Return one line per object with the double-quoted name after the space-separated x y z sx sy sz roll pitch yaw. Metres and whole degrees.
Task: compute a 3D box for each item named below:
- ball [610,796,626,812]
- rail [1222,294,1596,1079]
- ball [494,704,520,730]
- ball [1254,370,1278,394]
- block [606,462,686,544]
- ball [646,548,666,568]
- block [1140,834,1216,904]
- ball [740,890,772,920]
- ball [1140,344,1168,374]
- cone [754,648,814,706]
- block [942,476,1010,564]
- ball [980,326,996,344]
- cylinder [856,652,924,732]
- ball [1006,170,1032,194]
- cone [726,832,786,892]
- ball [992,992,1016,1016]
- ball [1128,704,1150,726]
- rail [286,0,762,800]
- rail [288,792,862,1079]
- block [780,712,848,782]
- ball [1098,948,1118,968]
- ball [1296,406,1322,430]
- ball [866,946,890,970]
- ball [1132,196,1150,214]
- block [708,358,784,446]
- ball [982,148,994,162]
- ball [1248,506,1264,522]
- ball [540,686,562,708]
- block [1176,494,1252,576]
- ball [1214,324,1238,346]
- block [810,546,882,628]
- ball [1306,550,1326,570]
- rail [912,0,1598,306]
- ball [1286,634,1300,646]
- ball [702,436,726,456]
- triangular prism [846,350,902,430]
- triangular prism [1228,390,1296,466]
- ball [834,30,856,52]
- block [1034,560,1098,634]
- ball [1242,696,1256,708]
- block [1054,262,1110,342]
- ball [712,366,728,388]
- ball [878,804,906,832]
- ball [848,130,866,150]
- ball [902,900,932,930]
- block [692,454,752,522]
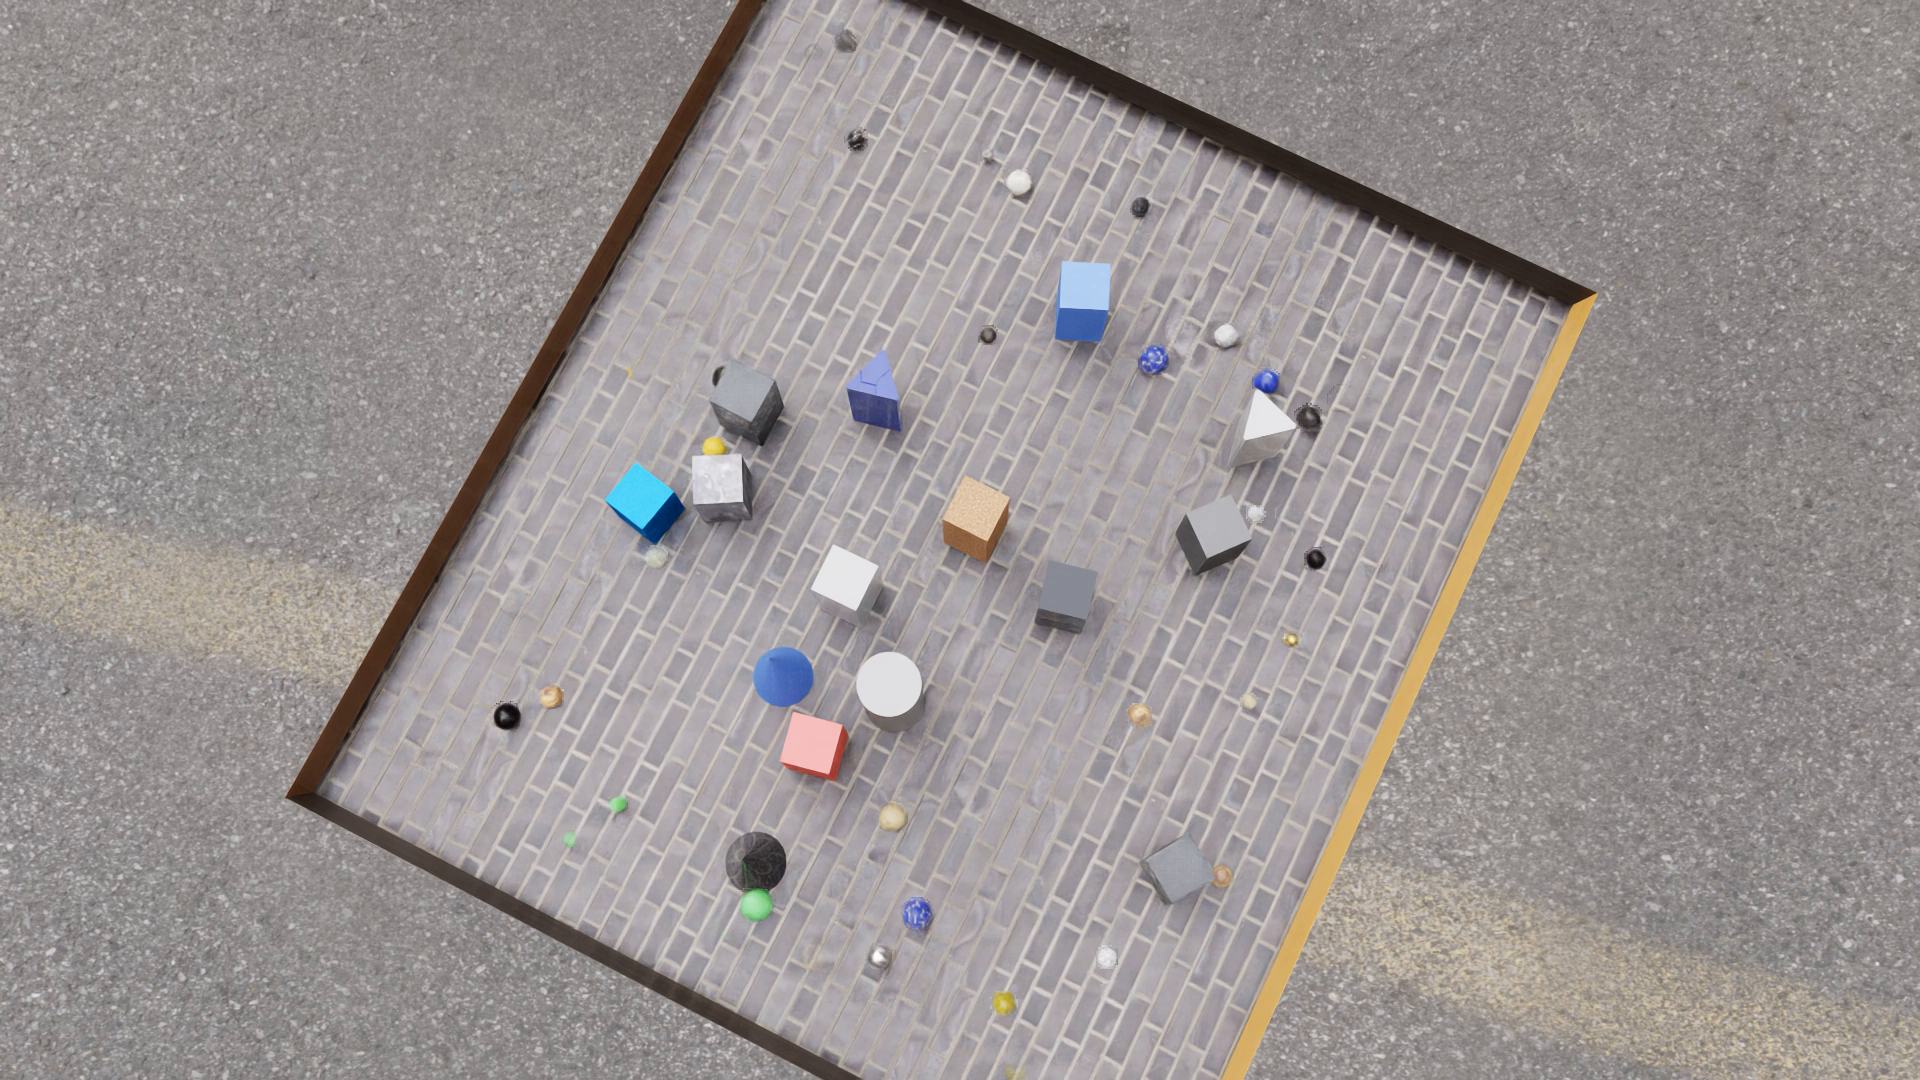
-1.013 0.783 5.431 0.047 0.047 0.047 0 78 0 "ball"
1.245 0.616 5.428 0.045 0.118 3.145 26 80 5 "rail"
-1.351 0.528 5.466 0.080 0.080 0.080 0 78 0 "ball"
0.950 -0.490 5.678 0.077 0.077 0.077 0 78 0 "ball"
-0.946 -0.108 5.519 0.145 0.233 0.145 37 81 7 "block"
-0.925 0.055 5.571 0.063 0.063 0.063 0 78 0 "ball"
0.627 0.954 5.305 0.145 0.224 0.145 -30 80 -6 "block"
-0.595 1.065 5.344 0.091 0.091 0.091 0 78 0 "ball"
0.603 -0.560 5.686 0.090 0.090 0.090 0 78 0 "ball"
-0.533 0.372 5.332 0.182 0.406 0.182 0 78 0 "cone"
0.047 -0.058 5.456 0.145 0.337 0.145 26 80 5 "block"
0.088 -0.639 5.721 0.053 0.053 0.053 0 78 0 "ball"
-0.198 0.444 5.306 0.182 0.429 0.182 0 78 0 "cylinder"
0.187 -1.134 5.811 0.079 0.079 0.079 0 78 0 "ball"
-0.604 0.920 5.254 0.182 0.337 0.182 0 78 0 "cone"
0.128 1.344 5.304 0.067 0.067 0.067 0 78 0 "ball"
0.537 0.524 5.474 0.065 0.065 0.065 0 78 0 "ball"
-1.245 -0.603 5.680 0.045 0.118 3.145 26 80 5 "rail"
-0.693 1.363 5.273 2.831 0.118 0.045 26 80 5 "rail"
-0.424 0.606 5.350 0.145 0.276 0.145 14 79 3 "block"
0.430 1.217 5.336 0.057 0.057 0.057 0 78 0 "ball"
1.076 -0.375 5.655 0.075 0.075 0.075 0 78 0 "ball"
-0.236 1.215 5.330 0.070 0.070 0.070 0 78 0 "ball"
0.573 -1.059 5.806 0.056 0.056 0.056 0 78 0 "ball"
-0.644 -0.414 5.556 0.145 0.286 0.145 27 80 5 "block"
0.088 -1.228 5.849 0.041 0.041 0.041 0 78 0 "ball"
0.905 -0.079 5.609 0.047 0.047 0.047 0 78 0 "ball"
-1.224 0.470 5.485 0.067 0.067 0.067 0 78 0 "ball"
0.755 -0.012 5.474 0.145 0.283 0.145 -23 79 -5 "block"
0.830 -0.637 5.712 0.071 0.071 0.071 0 78 0 "ball"
-0.331 0.140 5.421 0.145 0.325 0.145 25 79 5 "block"
1.083 0.060 5.573 0.060 0.060 0.060 0 78 0 "ball"
0.693 -1.350 5.834 2.831 0.118 0.045 26 80 5 "rail"
1.003 0.302 5.532 0.042 0.042 0.042 0 78 0 "ball"
-0.757 -0.282 5.638 0.072 0.072 0.072 0 78 0 "ball"
-0.240 -0.457 5.531 0.157 0.353 0.136 14 79 3 "triangular prism"
0.887 -0.343 5.516 0.157 0.334 0.136 -14 79 -3 "triangular prism"
-0.369 -1.611 5.913 0.071 0.071 0.071 0 78 0 "ball"
0.312 0.172 5.439 0.145 0.278 0.145 14 79 3 "block"
0.868 0.486 5.495 0.041 0.041 0.041 0 78 0 "ball"
0.373 -0.727 5.610 0.145 0.307 0.145 3 78 1 "block"
-0.725 -0.497 5.675 0.087 0.087 0.087 0 78 0 "ball"
-0.200 0.821 5.405 0.082 0.082 0.082 0 78 0 "ball"
-0.329 -1.277 5.848 0.063 0.063 0.063 0 78 0 "ball"
-0.127 1.093 5.346 0.088 0.088 0.088 0 78 0 "ball"
-0.714 -0.154 5.520 0.145 0.251 0.145 -3 78 -1 "block"
